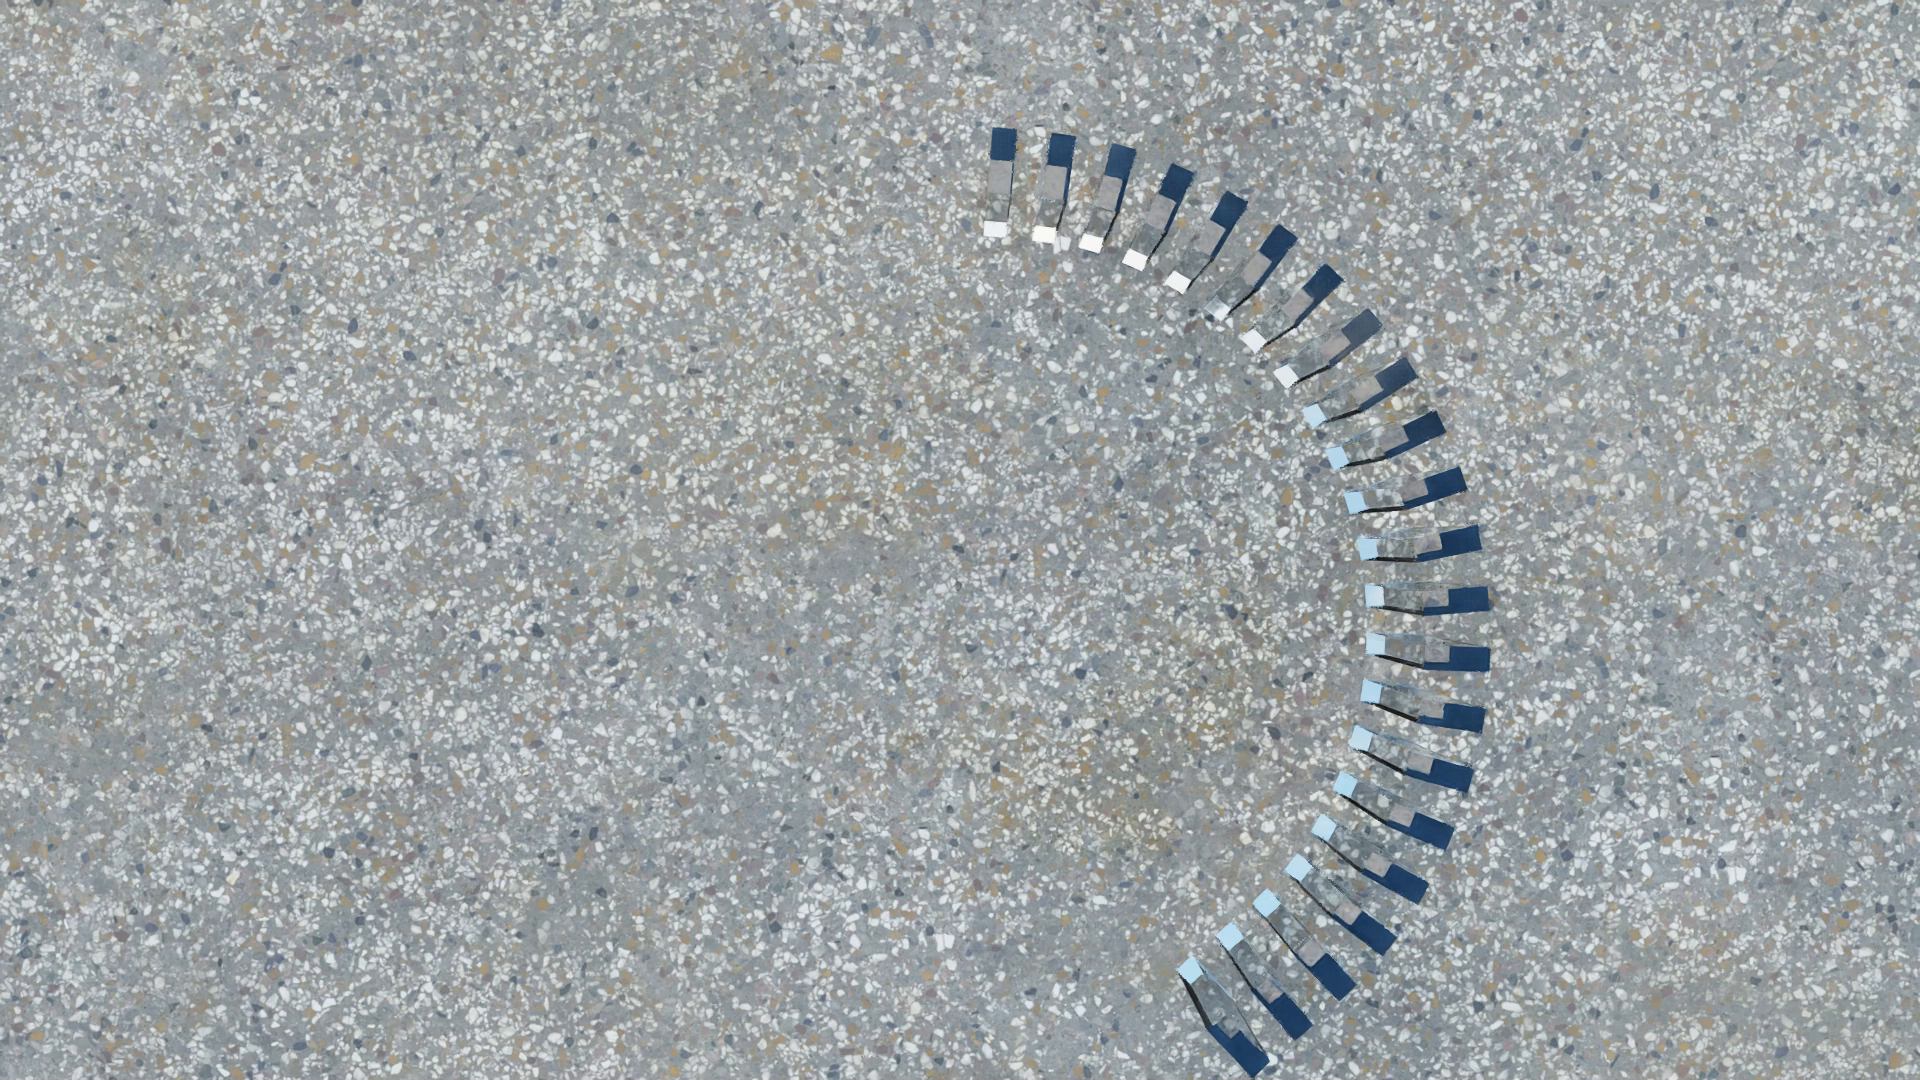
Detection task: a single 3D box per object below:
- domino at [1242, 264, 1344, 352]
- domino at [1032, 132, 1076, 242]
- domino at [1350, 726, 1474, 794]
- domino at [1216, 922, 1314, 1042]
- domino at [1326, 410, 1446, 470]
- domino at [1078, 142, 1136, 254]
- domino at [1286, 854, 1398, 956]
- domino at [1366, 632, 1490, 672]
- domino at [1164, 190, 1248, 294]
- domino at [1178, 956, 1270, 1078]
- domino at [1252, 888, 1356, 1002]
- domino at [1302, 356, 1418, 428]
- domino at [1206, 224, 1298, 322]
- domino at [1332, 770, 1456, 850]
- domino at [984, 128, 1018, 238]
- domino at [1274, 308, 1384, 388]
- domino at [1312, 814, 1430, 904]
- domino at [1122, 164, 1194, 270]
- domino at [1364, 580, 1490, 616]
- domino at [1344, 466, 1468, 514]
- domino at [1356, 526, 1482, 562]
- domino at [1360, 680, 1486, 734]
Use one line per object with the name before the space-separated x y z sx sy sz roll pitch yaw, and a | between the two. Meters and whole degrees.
domino | 0.135 -0.094 0.375 0.009 0.050 0.025 45 90 0
domino | 0.038 -0.143 0.375 0.009 0.050 0.025 8 90 0
domino | 0.183 0.089 0.375 0.025 0.050 0.010 16 90 0
domino | 0.123 0.179 0.375 0.009 0.050 0.025 -41 90 0
domino | 0.173 -0.040 0.375 0.025 0.050 0.009 -25 90 0
domino | 0.060 -0.138 0.375 0.009 0.050 0.025 15 90 0
domino | 0.154 0.148 0.375 0.025 0.050 0.009 37 90 0
domino | 0.190 0.045 0.375 0.025 0.050 0.009 2 90 0
domino | 0.100 -0.121 0.375 0.010 0.050 0.025 31 90 0
domino | 0.107 0.193 0.375 0.009 0.050 0.025 -44 90 0
domino | 0.140 0.164 0.375 0.010 0.050 0.025 -44 90 0
domino | 0.162 -0.059 0.375 0.025 0.050 0.009 -32 90 0
domino | 0.118 -0.108 0.375 0.010 0.050 0.025 37 90 0
domino | 0.176 0.110 0.375 0.025 0.050 0.009 23 90 0
domino | 0.016 -0.145 0.375 0.009 0.050 0.025 5 90 0
domino | 0.149 -0.077 0.375 0.025 0.050 0.009 -39 90 0
domino | 0.166 0.129 0.375 0.025 0.050 0.009 29 90 0
domino | 0.080 -0.131 0.375 0.009 0.050 0.025 24 90 0
domino | 0.190 0.023 0.375 0.025 0.050 0.010 -5 90 0
domino | 0.181 -0.020 0.375 0.025 0.050 0.009 -18 90 0
domino | 0.186 0.002 0.375 0.025 0.050 0.009 -12 90 0
domino | 0.188 0.067 0.375 0.025 0.050 0.010 9 90 0
